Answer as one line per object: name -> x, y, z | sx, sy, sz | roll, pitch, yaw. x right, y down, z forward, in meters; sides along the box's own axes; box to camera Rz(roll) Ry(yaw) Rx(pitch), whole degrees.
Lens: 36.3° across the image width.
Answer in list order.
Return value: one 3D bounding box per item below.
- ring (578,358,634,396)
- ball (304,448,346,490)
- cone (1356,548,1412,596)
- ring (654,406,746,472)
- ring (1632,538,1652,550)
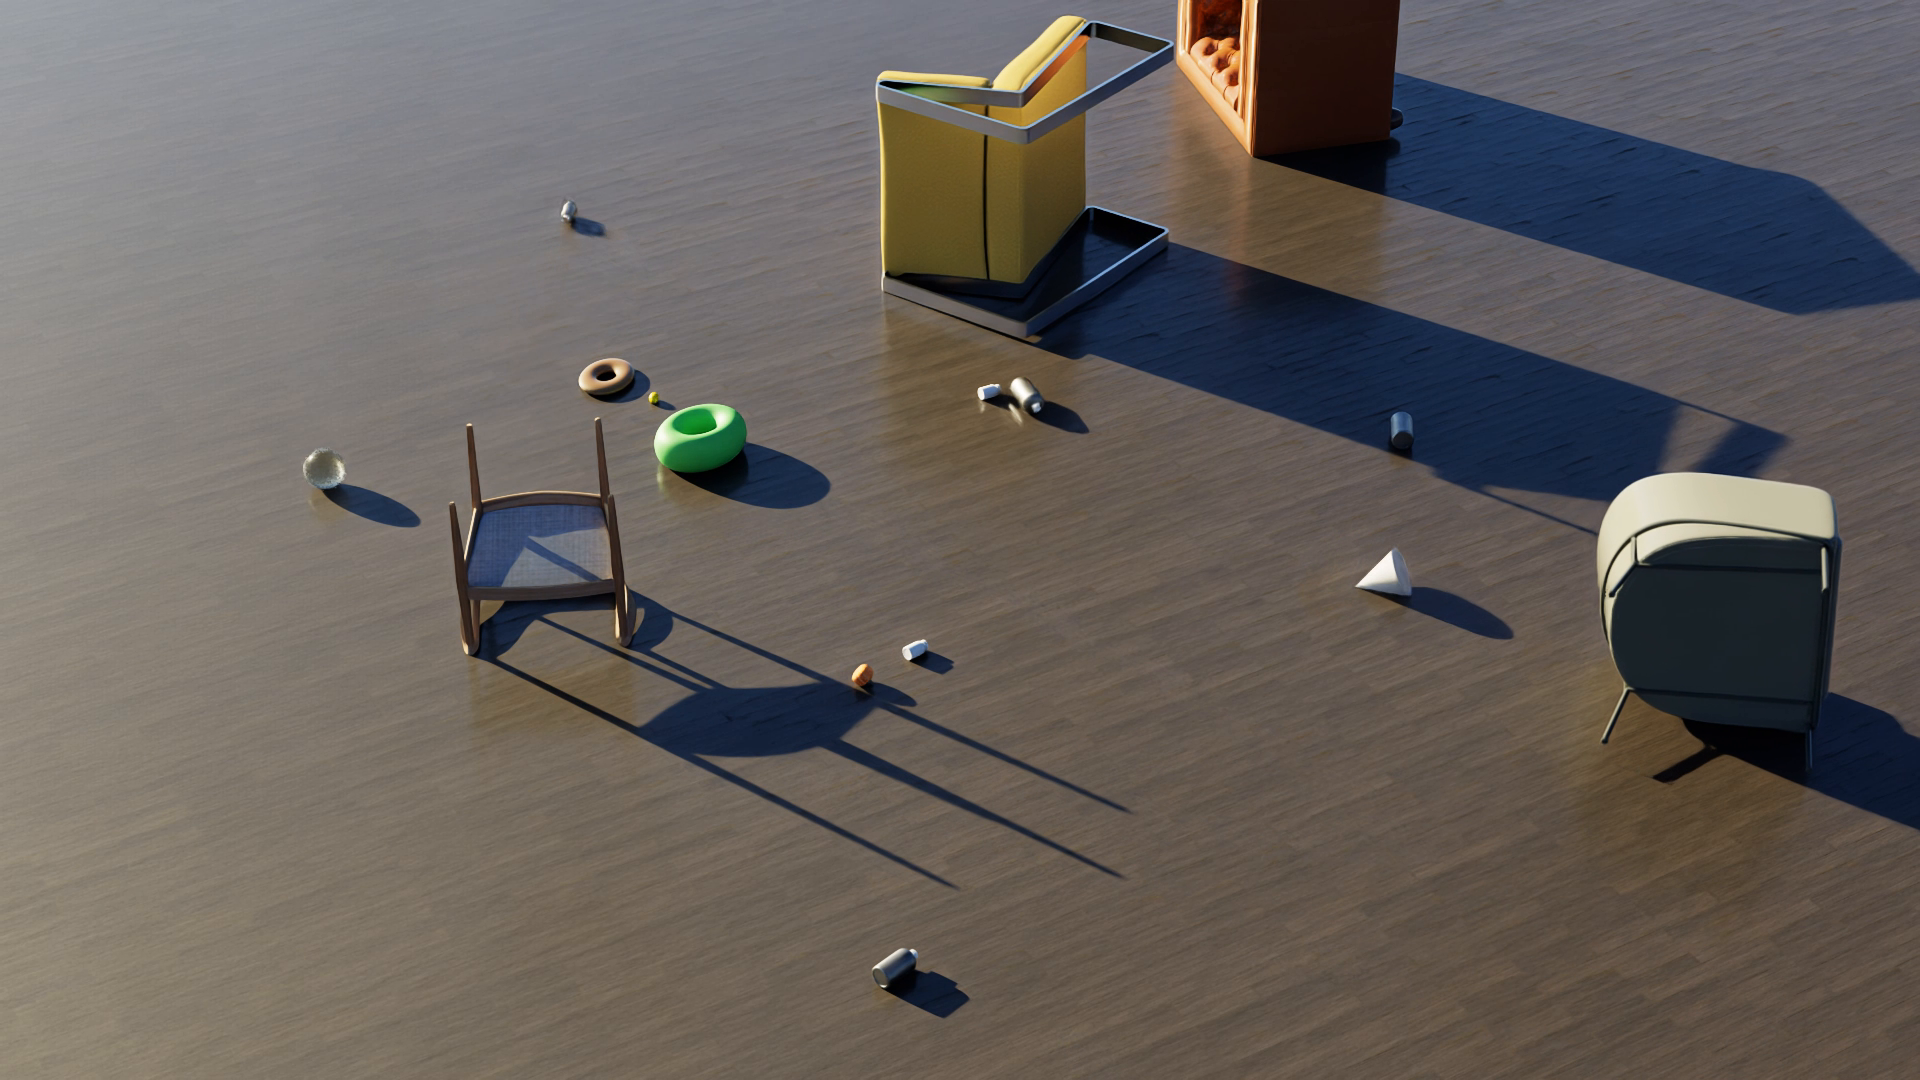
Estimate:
ring -> -1.435, -0.663, 11.916 | 0.217, 0.039, 0.281 | 10, 35, 13
ball -> -2.430, -0.271, 11.214 | 0.157, 0.157, 0.157 | 0, 33, 0
cone -> 1.520, 0.143, 10.651 | 0.184, 0.186, 0.192 | -19, -14, 22
ring -> -1.008, -0.396, 11.407 | 0.387, 0.156, 0.311 | -28, 41, -34
ring -> 2.537, 0.013, 10.909 | 0.066, 0.018, 0.071 | -20, 38, -26
